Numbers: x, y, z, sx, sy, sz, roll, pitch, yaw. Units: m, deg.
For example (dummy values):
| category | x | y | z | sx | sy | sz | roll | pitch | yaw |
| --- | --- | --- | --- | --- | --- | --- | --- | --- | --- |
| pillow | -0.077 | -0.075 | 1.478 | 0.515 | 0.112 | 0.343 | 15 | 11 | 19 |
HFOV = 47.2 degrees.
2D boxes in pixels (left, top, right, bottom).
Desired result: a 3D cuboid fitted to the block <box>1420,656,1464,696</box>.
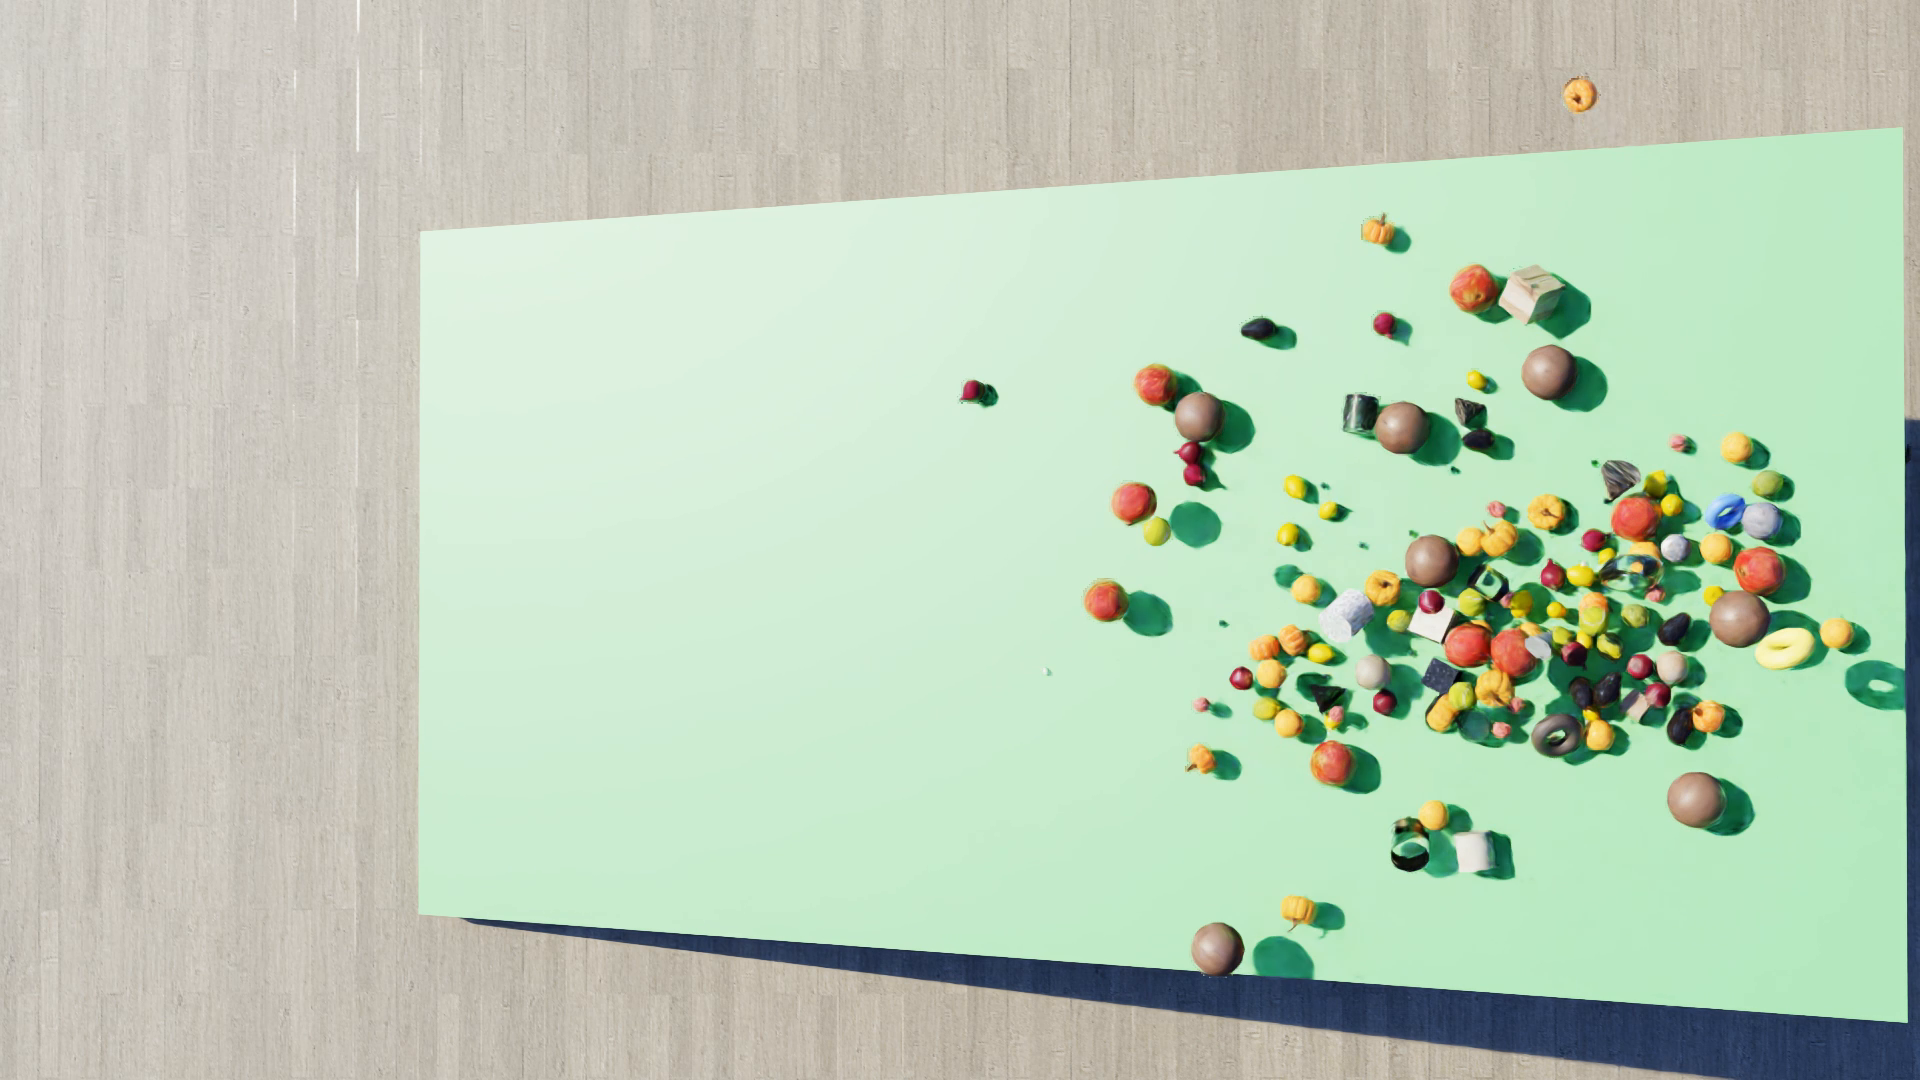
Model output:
| category | x | y | z | sx | sy | sz | roll | pitch | yaw |
| --- | --- | --- | --- | --- | --- | --- | --- | --- | --- |
| block | 1.155 | 0.327 | 5.269 | 0.069 | 0.069 | 0.069 | 29 | 100 | 21 |

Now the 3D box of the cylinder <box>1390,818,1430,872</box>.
| category | x | y | z | sx | sy | sz | roll | pitch | yaw |
| --- | --- | --- | --- | --- | --- | --- | --- | --- | --- |
| cylinder | 1.076 | 0.729 | 5.265 | 0.092 | 0.092 | 0.092 | 5 | 123 | 7 |

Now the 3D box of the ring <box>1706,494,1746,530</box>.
| category | x | y | z | sx | sy | sz | roll | pitch | yaw |
| --- | --- | --- | --- | --- | --- | --- | --- | --- | --- |
| ring | 1.744 | -0.065 | 5.008 | 0.097 | 0.032 | 0.097 | -9 | 131 | -10 |

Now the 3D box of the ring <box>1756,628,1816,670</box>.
| category | x | y | z | sx | sy | sz | roll | pitch | yaw |
| --- | --- | --- | --- | --- | --- | --- | --- | --- | --- |
| ring | 1.782 | 0.235 | 4.747 | 0.127 | 0.127 | 0.042 | -30 | 108 | 0 |

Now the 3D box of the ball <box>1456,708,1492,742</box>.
| category | x | y | z | sx | sy | sz | roll | pitch | yaw |
| --- | --- | --- | --- | --- | --- | --- | --- | --- | --- |
| ball | 1.223 | 0.442 | 5.233 | 0.081 | 0.081 | 0.081 | 0 | 89 | 0 |

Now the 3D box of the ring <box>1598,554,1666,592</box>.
| category | x | y | z | sx | sy | sz | roll | pitch | yaw |
| --- | --- | --- | --- | --- | --- | --- | --- | --- | --- |
| ring | 1.543 | 0.075 | 5.051 | 0.147 | 0.147 | 0.049 | 2 | 65 | 0 |

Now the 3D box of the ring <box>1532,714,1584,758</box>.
| category | x | y | z | sx | sy | sz | roll | pitch | yaw |
| --- | --- | --- | --- | --- | --- | --- | --- | --- | --- |
| ring | 1.391 | 0.456 | 5.120 | 0.124 | 0.041 | 0.124 | -3 | 125 | -4 |

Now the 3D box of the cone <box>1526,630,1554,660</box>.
| category | x | y | z | sx | sy | sz | roll | pitch | yaw |
| --- | --- | --- | --- | --- | --- | --- | --- | --- | --- |
| cone | 1.330 | 0.225 | 4.992 | 0.067 | 0.067 | 0.067 | 47 | 61 | 1 |

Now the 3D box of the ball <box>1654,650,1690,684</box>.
| category | x | y | z | sx | sy | sz | roll | pitch | yaw |
| --- | --- | --- | --- | --- | --- | --- | --- | --- | --- |
| ball | 1.640 | 0.293 | 5.064 | 0.078 | 0.078 | 0.078 | 0 | 89 | 0 |

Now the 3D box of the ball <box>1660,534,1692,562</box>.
| category | x | y | z | sx | sy | sz | roll | pitch | yaw |
| --- | --- | --- | --- | --- | --- | --- | --- | --- | --- |
| ball | 1.649 | 0.019 | 5.064 | 0.067 | 0.067 | 0.067 | 0 | 89 | 0 |

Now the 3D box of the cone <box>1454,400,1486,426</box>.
| category | x | y | z | sx | sy | sz | roll | pitch | yaw |
| --- | --- | --- | --- | --- | --- | --- | --- | --- | --- |
| cone | 1.231 | -0.314 | 5.266 | 0.069 | 0.069 | 0.069 | -18 | 89 | -14 |

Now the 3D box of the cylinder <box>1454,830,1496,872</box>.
| category | x | y | z | sx | sy | sz | roll | pitch | yaw |
| --- | --- | --- | --- | --- | --- | --- | --- | --- | --- |
| cylinder | 1.224 | 0.738 | 5.225 | 0.086 | 0.086 | 0.086 | -8 | 87 | 0 |

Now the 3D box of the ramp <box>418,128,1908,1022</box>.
| category | x | y | z | sx | sy | sz | roll | pitch | yaw |
| --- | --- | --- | --- | --- | --- | --- | --- | --- | --- |
| ramp | 0.283 | 0.086 | 5.725 | 4.000 | 0.100 | 2.000 | 0 | 89 | 23 |

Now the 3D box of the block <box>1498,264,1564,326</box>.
| category | x | y | z | sx | sy | sz | roll | pitch | yaw |
| --- | --- | --- | --- | --- | --- | --- | --- | --- | --- |
| block | 1.341 | -0.575 | 5.161 | 0.091 | 0.091 | 0.091 | -19 | 51 | -33 |

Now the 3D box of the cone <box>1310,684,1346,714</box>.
| category | x | y | z | sx | sy | sz | roll | pitch | yaw |
| --- | --- | --- | --- | --- | --- | --- | --- | --- | --- |
| cone | 0.908 | 0.376 | 5.375 | 0.083 | 0.083 | 0.083 | -22 | 89 | 7 |

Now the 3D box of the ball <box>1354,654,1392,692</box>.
| category | x | y | z | sx | sy | sz | roll | pitch | yaw |
| --- | --- | --- | --- | --- | --- | --- | --- | --- | --- |
| ball | 0.993 | 0.319 | 5.285 | 0.090 | 0.090 | 0.090 | 0 | 89 | 0 |

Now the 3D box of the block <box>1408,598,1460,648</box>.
| category | x | y | z | sx | sy | sz | roll | pitch | yaw |
| --- | --- | --- | --- | --- | --- | --- | --- | --- | --- |
| block | 1.135 | 0.197 | 5.260 | 0.084 | 0.084 | 0.084 | 23 | 89 | 26 |

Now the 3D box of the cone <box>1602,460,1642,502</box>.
| category | x | y | z | sx | sy | sz | roll | pitch | yaw |
| --- | --- | --- | --- | --- | --- | --- | --- | --- | --- |
| cone | 1.510 | -0.121 | 5.061 | 0.091 | 0.091 | 0.091 | 2 | 44 | -2 |

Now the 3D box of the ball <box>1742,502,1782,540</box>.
| category | x | y | z | sx | sy | sz | roll | pitch | yaw |
| --- | --- | --- | --- | --- | --- | --- | --- | --- | --- |
| ball | 1.819 | -0.044 | 4.987 | 0.088 | 0.088 | 0.088 | 0 | 89 | 0 |

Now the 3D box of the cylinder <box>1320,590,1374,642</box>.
| category | x | y | z | sx | sy | sz | roll | pitch | yaw |
| --- | --- | --- | --- | --- | --- | --- | --- | --- | --- |
| cylinder | 0.929 | 0.182 | 5.284 | 0.094 | 0.094 | 0.094 | -37 | 89 | -33 |

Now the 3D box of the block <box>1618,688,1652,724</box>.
| category | x | y | z | sx | sy | sz | roll | pitch | yaw |
| --- | --- | --- | --- | --- | --- | --- | --- | --- | --- |
| block | 1.566 | 0.385 | 5.097 | 0.054 | 0.054 | 0.054 | 39 | 86 | 22 |

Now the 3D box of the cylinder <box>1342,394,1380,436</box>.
| category | x | y | z | sx | sy | sz | roll | pitch | yaw |
| --- | --- | --- | --- | --- | --- | --- | --- | --- | --- |
| cylinder | 0.972 | -0.304 | 5.337 | 0.083 | 0.083 | 0.083 | 8 | 84 | 0 |

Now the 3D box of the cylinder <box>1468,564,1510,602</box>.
| category | x | y | z | sx | sy | sz | roll | pitch | yaw |
| --- | --- | --- | --- | --- | --- | --- | --- | --- | --- |
| cylinder | 1.233 | 0.100 | 5.128 | 0.068 | 0.068 | 0.068 | 31 | 89 | -16 |
